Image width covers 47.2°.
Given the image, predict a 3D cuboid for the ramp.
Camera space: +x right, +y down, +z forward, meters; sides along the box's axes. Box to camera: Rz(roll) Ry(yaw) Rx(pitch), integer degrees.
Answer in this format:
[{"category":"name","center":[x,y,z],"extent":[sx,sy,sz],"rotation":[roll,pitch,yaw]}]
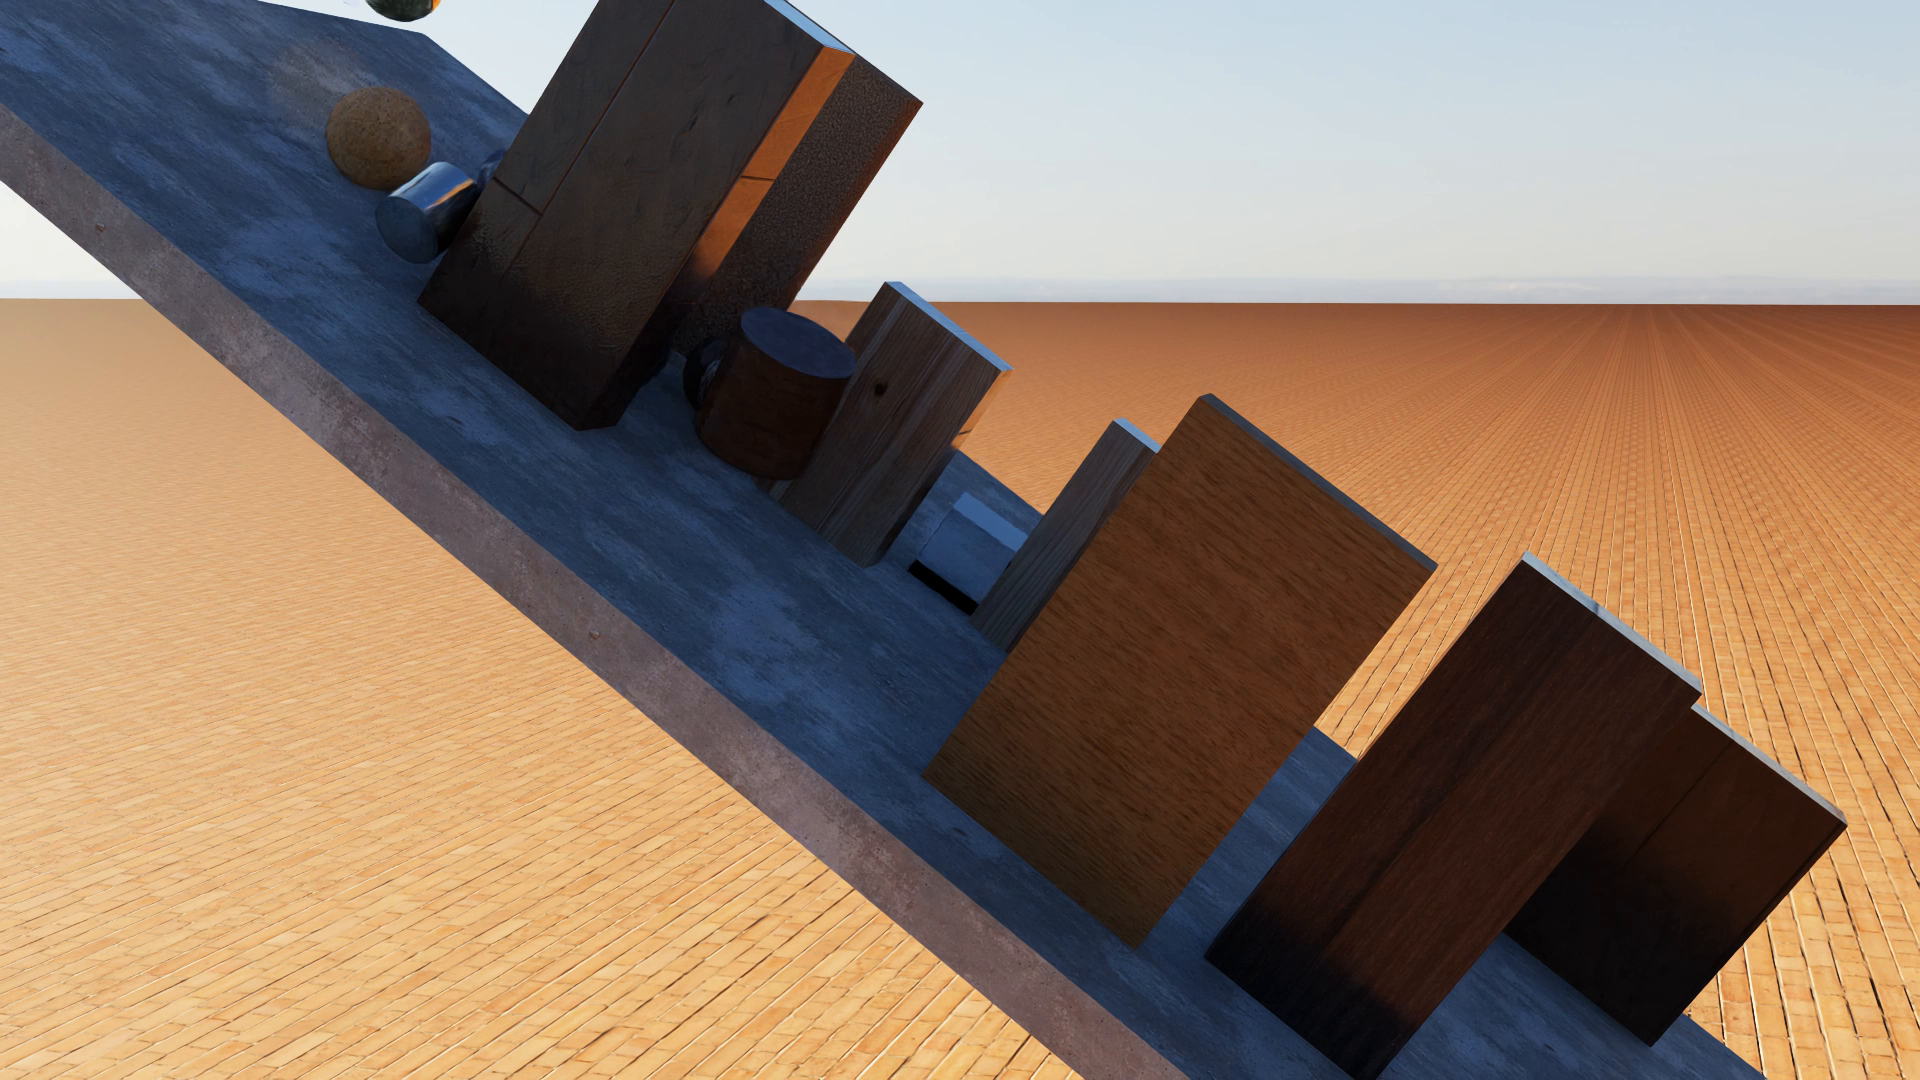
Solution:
[{"category":"ramp","center":[-0.075,0.141,4.075],"extent":[4.000,0.100,2.000],"rotation":[38,16,10]}]

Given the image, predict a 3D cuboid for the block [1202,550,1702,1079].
[{"category":"block","center":[0.727,0.421,3.289],"extent":[0.312,0.778,0.118],"rotation":[38,16,10]}]

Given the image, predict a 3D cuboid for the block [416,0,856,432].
[{"category":"block","center":[-0.544,-0.597,3.652],"extent":[0.364,0.759,0.146],"rotation":[38,16,10]}]

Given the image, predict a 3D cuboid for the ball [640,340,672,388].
[{"category":"ball","center":[-0.603,-0.356,3.896],"extent":[0.185,0.185,0.185],"rotation":[0,7,0]}]

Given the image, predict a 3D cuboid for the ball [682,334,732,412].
[{"category":"ball","center":[-0.435,-0.302,4.117],"extent":[0.169,0.169,0.169],"rotation":[0,7,0]}]

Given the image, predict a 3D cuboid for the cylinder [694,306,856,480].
[{"category":"cylinder","center":[-0.303,-0.239,3.591],"extent":[0.203,0.203,0.203],"rotation":[22,28,-12]}]

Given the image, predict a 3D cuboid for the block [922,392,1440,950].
[{"category":"block","center":[0.311,0.195,3.210],"extent":[0.408,0.710,0.092],"rotation":[38,16,10]}]

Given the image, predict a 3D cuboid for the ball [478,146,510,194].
[{"category":"ball","center":[-0.874,-0.701,4.339],"extent":[0.154,0.154,0.154],"rotation":[0,7,0]}]

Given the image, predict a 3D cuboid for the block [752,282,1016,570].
[{"category":"block","center":[-0.141,-0.206,3.943],"extent":[0.264,0.441,0.086],"rotation":[38,16,10]}]

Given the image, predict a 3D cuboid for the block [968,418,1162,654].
[{"category":"block","center":[0.311,0.086,3.989],"extent":[0.403,0.464,0.085],"rotation":[38,16,10]}]

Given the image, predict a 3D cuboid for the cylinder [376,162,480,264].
[{"category":"cylinder","center":[-0.891,-0.550,3.698],"extent":[0.127,0.127,0.127],"rotation":[4,36,30]}]

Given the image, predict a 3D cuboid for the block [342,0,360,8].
[{"category":"block","center":[-1.334,-1.241,4.660],"extent":[0.140,0.140,0.140],"rotation":[34,4,30]}]

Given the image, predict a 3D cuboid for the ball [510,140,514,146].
[{"category":"ball","center":[-0.911,-0.815,4.715],"extent":[0.122,0.122,0.122],"rotation":[0,7,0]}]

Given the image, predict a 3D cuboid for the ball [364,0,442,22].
[{"category":"ball","center":[-1.080,-1.091,4.257],"extent":[0.173,0.173,0.173],"rotation":[0,7,0]}]

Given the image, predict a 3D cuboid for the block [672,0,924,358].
[{"category":"block","center":[-0.422,-0.694,4.344],"extent":[0.385,0.678,0.089],"rotation":[38,16,10]}]

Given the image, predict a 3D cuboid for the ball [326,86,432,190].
[{"category":"ball","center":[-1.067,-0.739,4.039],"extent":[0.189,0.189,0.189],"rotation":[0,7,0]}]

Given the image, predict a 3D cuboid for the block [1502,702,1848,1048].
[{"category":"block","center":[1.383,0.637,4.382],"extent":[0.443,0.588,0.117],"rotation":[38,16,10]}]

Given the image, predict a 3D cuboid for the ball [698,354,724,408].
[{"category":"ball","center":[-0.376,-0.253,3.912],"extent":[0.180,0.180,0.180],"rotation":[0,7,0]}]

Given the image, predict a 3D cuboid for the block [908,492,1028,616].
[{"category":"block","center":[0.017,0.026,4.135],"extent":[0.151,0.151,0.151],"rotation":[36,16,0]}]
